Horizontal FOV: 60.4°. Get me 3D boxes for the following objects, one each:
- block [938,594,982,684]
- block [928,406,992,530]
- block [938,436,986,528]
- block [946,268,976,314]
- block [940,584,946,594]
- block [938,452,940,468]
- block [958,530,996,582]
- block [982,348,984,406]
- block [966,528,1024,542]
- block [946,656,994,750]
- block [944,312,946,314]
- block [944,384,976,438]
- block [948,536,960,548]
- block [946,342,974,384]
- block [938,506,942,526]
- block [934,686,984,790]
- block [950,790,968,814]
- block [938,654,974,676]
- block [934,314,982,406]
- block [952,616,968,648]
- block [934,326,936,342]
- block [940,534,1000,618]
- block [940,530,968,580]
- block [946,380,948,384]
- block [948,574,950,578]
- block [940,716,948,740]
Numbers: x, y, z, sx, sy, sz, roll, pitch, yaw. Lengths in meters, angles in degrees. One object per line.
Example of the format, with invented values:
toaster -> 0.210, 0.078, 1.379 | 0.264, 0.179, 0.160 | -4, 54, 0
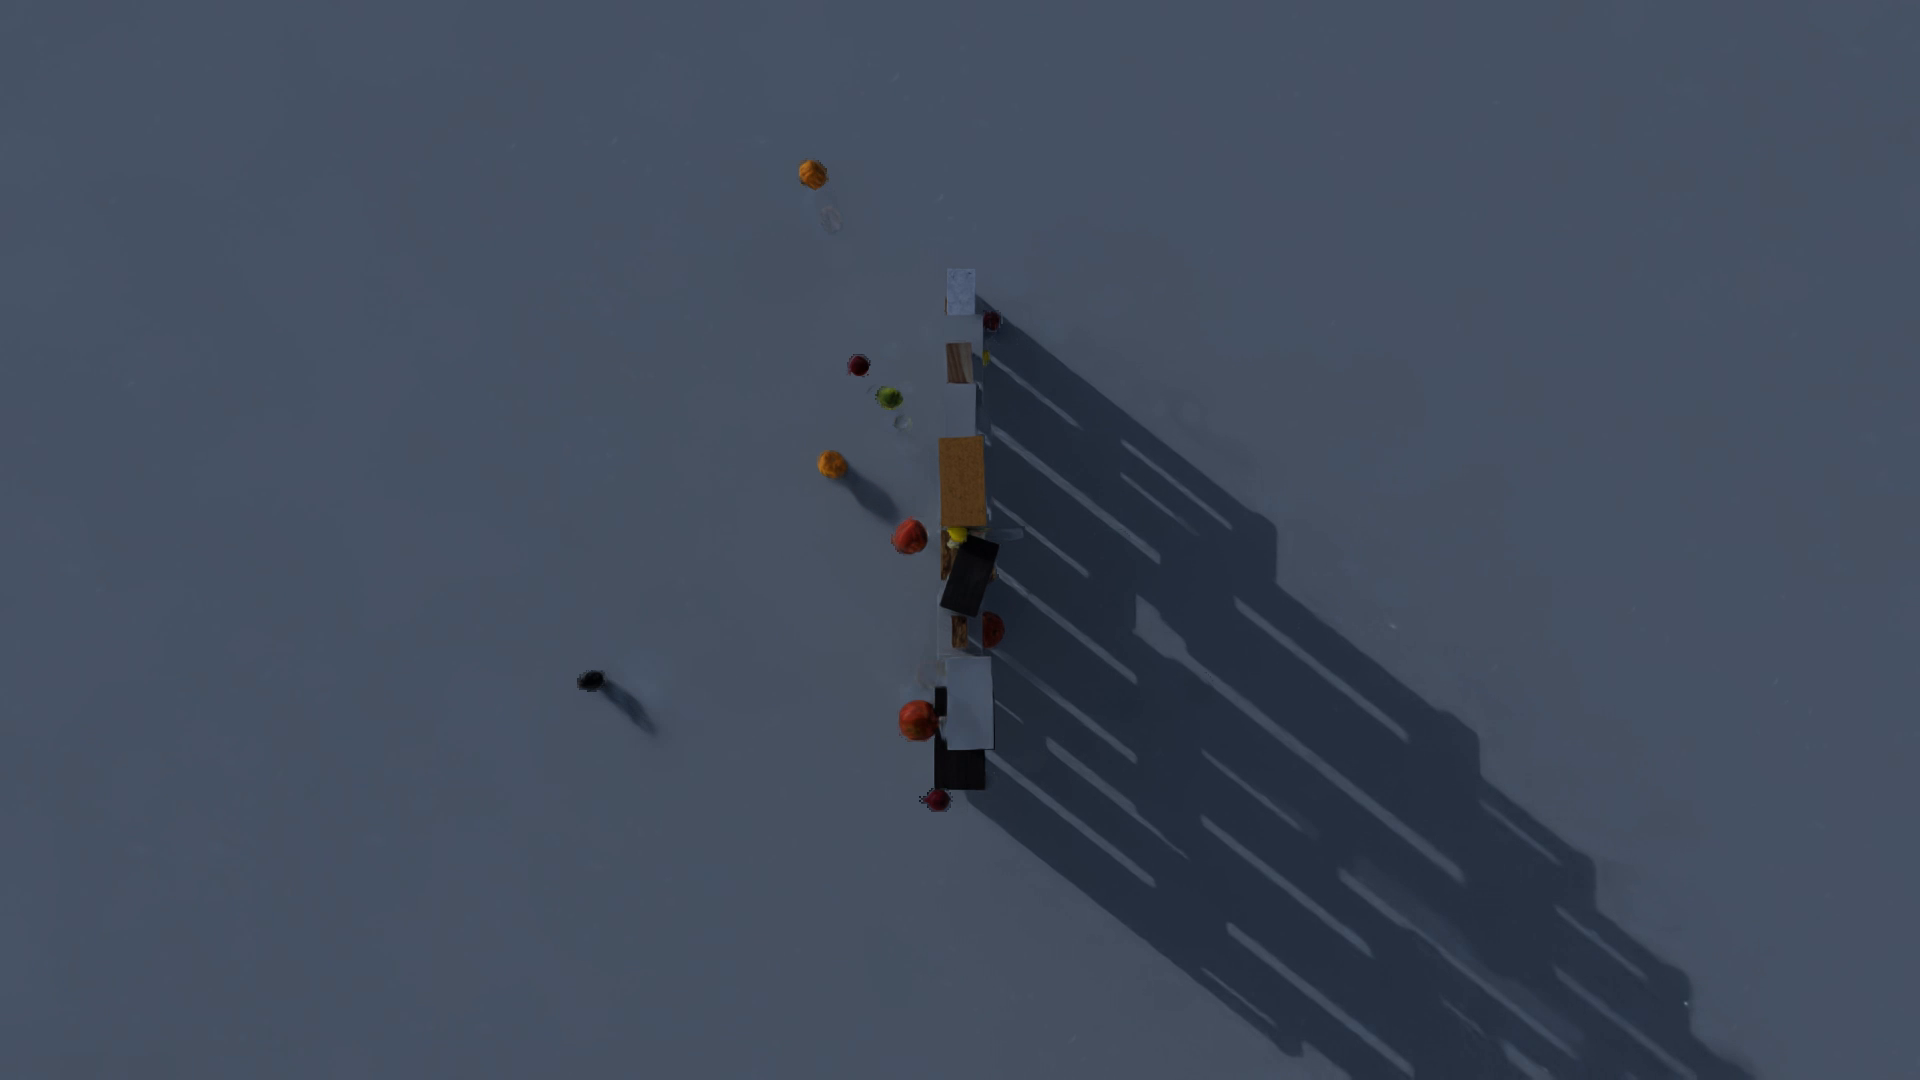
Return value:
block -> -0.001, 0.295, 4.920 | 0.135, 0.038, 0.269 | 0, 90, 0
block -> 0.001, -0.208, 4.785 | 0.180, 0.051, 0.359 | 0, 90, 0
block -> 0.007, -0.159, 4.498 | 0.121, 0.034, 0.242 | -2, 90, 0
block -> 0.003, -0.753, 5.117 | 0.087, 0.025, 0.175 | 1, 90, 0
block -> -0.003, 0.268, 5.226 | 0.128, 0.036, 0.256 | 0, 90, 0
block -> 0.001, -0.226, 4.638 | 0.121, 0.242, 0.034 | 0, 87, 0
block -> 0.053, 0.051, 5.028 | 0.083, 0.023, 0.166 | -14, 92, -11
block -> 0.001, -0.458, 5.191 | 0.144, 0.041, 0.289 | 0, 90, 0
block -> 0.094, -0.012, 4.853 | 0.108, 0.337, 0.031 | -6, 91, -11
block -> 0.027, 0.451, 4.567 | 0.126, 0.036, 0.252 | -1, 90, -1
block -> -0.002, -0.697, 5.217 | 0.087, 0.175, 0.025 | -2, 90, 0
block -> 0.001, -0.349, 4.577 | 0.085, 0.024, 0.170 | 1, 90, 0
block -> 0.018, 0.004, 5.119 | 0.083, 0.166, 0.023 | -5, 85, -11
block -> 0.000, -0.489, 4.696 | 0.072, 0.020, 0.143 | -4, 90, 0
block -> 0.001, -0.067, 4.637 | 0.121, 0.242, 0.034 | 0, 86, 0
block -> -0.001, 0.584, 4.859 | 0.149, 0.042, 0.298 | 0, 90, 0
block -> -0.003, 0.789, 5.069 | 0.051, 0.014, 0.102 | 0, 90, 0
block -> 0.000, 0.360, 4.743 | 0.126, 0.315, 0.036 | 0, 90, 0
block -> -0.003, -0.521, 4.869 | 0.140, 0.040, 0.281 | 0, 90, 0
block -> -0.001, 0.267, 4.804 | 0.045, 0.013, 0.090 | -1, 90, 0
block -> -0.005, -0.614, 5.030 | 0.140, 0.281, 0.040 | 0, 89, 0
block -> 0.029, 0.101, 4.662 | 0.108, 0.031, 0.217 | 18, 90, 8
block -> 0.003, 0.000, 5.227 | 0.127, 0.036, 0.254 | 0, 89, 0
block -> -0.003, -0.451, 4.778 | 0.072, 0.143, 0.020 | 0, 91, 0
block -> 0.003, 0.117, 5.125 | 0.083, 0.166, 0.023 | 1, 89, 0
block -> 0.005, 0.532, 4.711 | 0.126, 0.252, 0.036 | -4, 92, -1
